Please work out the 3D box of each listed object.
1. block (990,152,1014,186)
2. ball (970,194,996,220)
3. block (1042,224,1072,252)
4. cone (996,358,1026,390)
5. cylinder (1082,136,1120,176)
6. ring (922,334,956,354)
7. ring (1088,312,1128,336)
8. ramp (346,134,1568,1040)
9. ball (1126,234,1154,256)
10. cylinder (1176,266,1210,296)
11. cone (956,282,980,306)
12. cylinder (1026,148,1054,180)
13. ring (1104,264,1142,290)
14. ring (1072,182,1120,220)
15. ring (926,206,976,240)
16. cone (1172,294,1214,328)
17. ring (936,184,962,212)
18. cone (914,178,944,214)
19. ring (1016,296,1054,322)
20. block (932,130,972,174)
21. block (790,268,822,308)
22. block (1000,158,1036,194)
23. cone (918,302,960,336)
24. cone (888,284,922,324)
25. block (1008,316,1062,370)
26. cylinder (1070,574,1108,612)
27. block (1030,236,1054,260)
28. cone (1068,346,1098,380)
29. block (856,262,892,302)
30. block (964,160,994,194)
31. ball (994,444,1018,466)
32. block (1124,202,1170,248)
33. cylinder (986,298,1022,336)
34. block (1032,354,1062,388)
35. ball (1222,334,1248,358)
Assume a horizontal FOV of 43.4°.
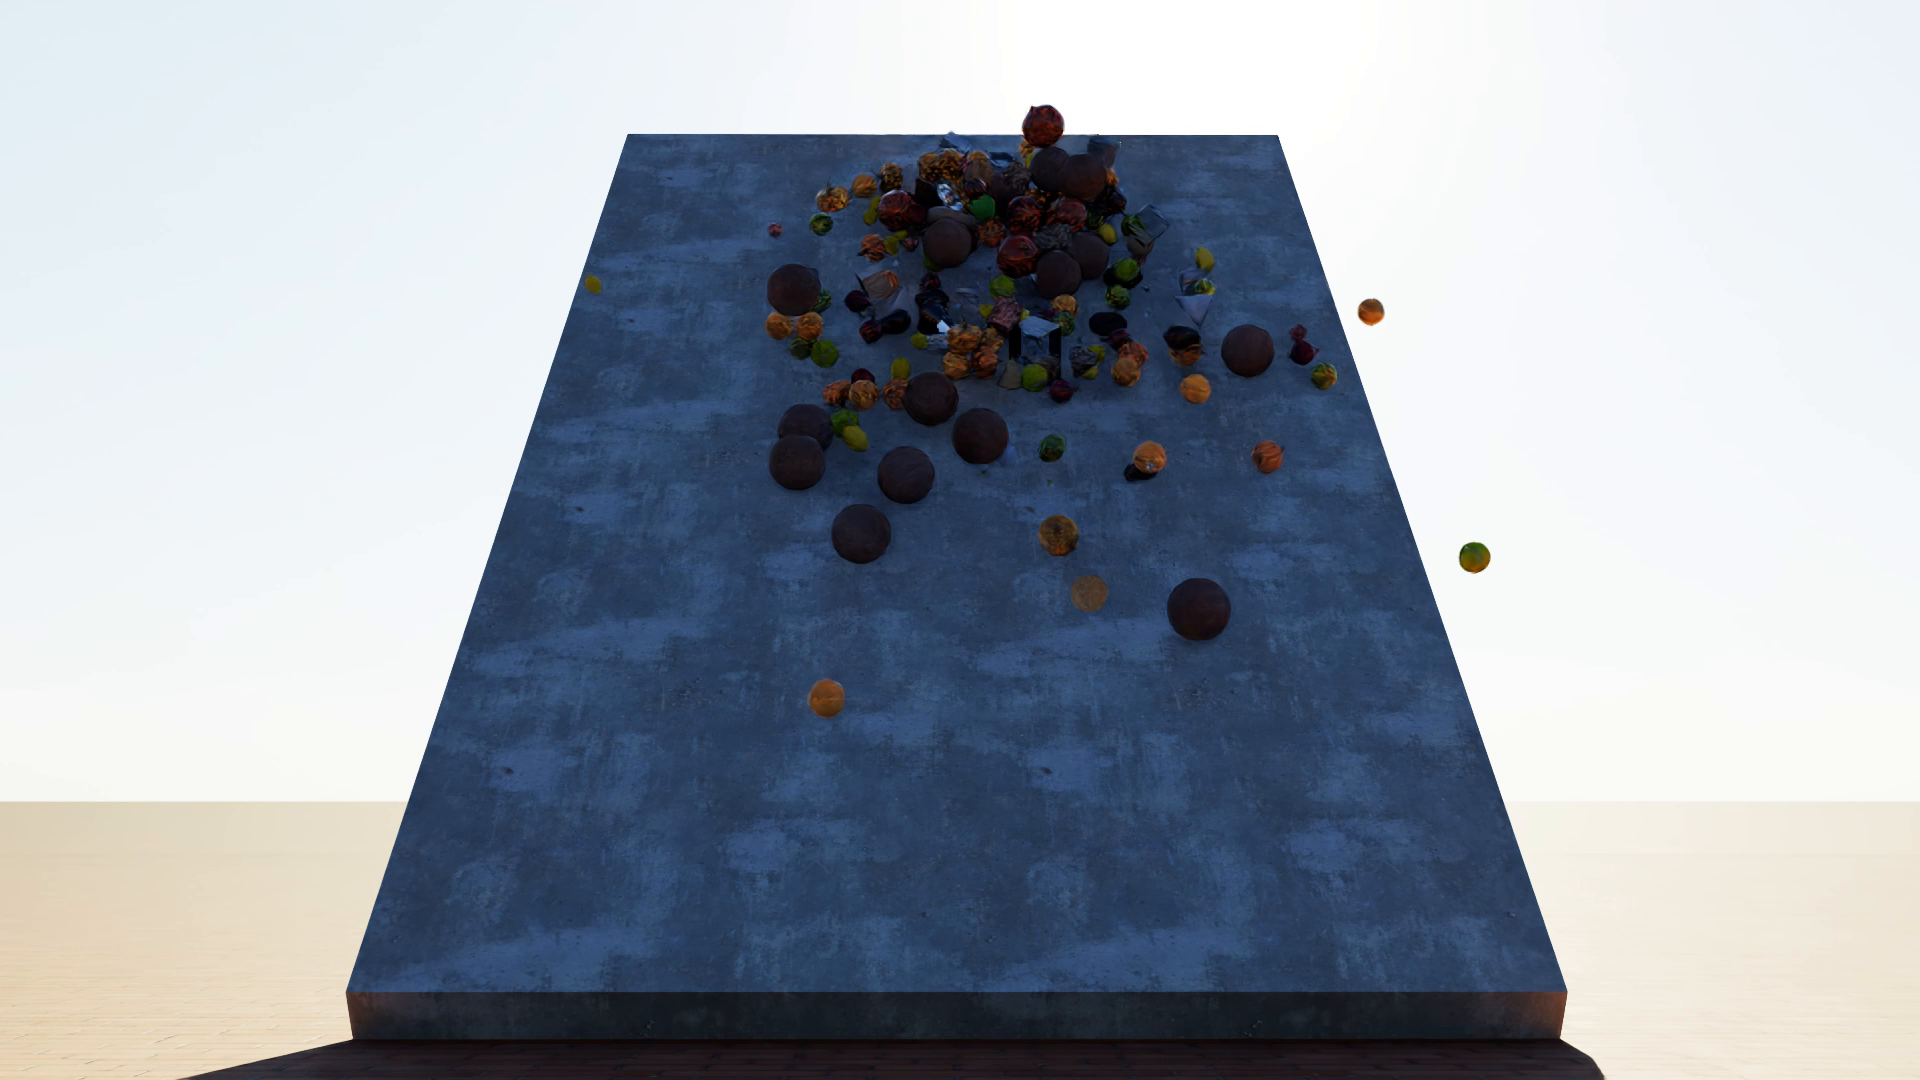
[{"bbox_3d":[0.121,-1.084,7.037,0.065,0.065,0.065,5,-46,-1],"label":"block"},{"bbox_3d":[0.062,-0.912,6.616,0.072,0.072,0.072,0,-6,0],"label":"ball"},{"bbox_3d":[0.243,-0.759,6.063,0.055,0.055,0.055,-5,-3,-17],"label":"block"},{"bbox_3d":[0.127,-0.416,5.890,0.074,0.074,0.074,0,30,0],"label":"cone"},{"bbox_3d":[0.408,-1.112,6.994,0.090,0.090,0.090,12,20,-4],"label":"cylinder"},{"bbox_3d":[-0.052,-0.492,6.066,0.085,0.028,0.085,1,28,-1],"label":"ring"},{"bbox_3d":[0.378,-0.553,6.171,0.100,0.033,0.100,1,33,-1],"label":"ring"},{"bbox_3d":[-0.013,-0.211,5.706,2.000,0.100,4.000,0,30,0],"label":"ramp"},{"bbox_3d":[0.481,-0.793,6.435,0.075,0.075,0.075,0,-6,0],"label":"ball"},{"bbox_3d":[0.616,-0.685,6.366,0.063,0.063,0.063,-25,1,-16],"label":"cylinder"},{"bbox_3d":[0.016,-0.640,6.248,0.060,0.060,0.060,7,-7,-8],"label":"cone"},{"bbox_3d":[0.237,-1.107,7.096,0.074,0.074,0.074,-1,29,9],"label":"cylinder"},{"bbox_3d":[0.433,-0.700,6.423,0.105,0.035,0.105,-4,36,3],"label":"ring"},{"bbox_3d":[0.382,-0.950,6.774,0.139,0.046,0.139,0,-32,0],"label":"ring"},{"bbox_3d":[-0.024,-0.874,6.649,0.148,0.049,0.148,19,-9,3],"label":"ring"},{"bbox_3d":[0.578,-0.593,6.062,0.094,0.094,0.094,23,-4,5],"label":"cone"},{"bbox_3d":[-0.028,-0.923,6.506,0.030,0.091,0.091,-42,-19,13],"label":"ring"},{"bbox_3d":[-0.102,-0.979,6.721,0.098,0.098,0.098,-3,-36,26],"label":"cone"},{"bbox_3d":[0.185,-0.595,6.237,0.120,0.040,0.120,1,31,-1],"label":"ring"},{"bbox_3d":[-0.024,-1.148,7.130,0.079,0.079,0.079,32,31,-2],"label":"block"},{"bbox_3d":[-0.402,-0.658,6.287,0.070,0.070,0.070,-5,-32,-9],"label":"block"},{"bbox_3d":[0.158,-0.991,6.571,0.064,0.064,0.064,39,6,4],"label":"block"},{"bbox_3d":[-0.037,-0.537,6.095,0.098,0.098,0.098,33,11,28],"label":"cone"},{"bbox_3d":[-0.140,-0.620,6.223,0.094,0.094,0.094,0,30,0],"label":"cone"},{"bbox_3d":[0.187,-0.489,5.998,0.092,0.092,0.092,22,36,33],"label":"block"},{"bbox_3d":[0.253,0.103,4.701,0.071,0.071,0.071,-1,2,6],"label":"cylinder"},{"bbox_3d":[0.224,-0.787,6.504,0.056,0.056,0.056,10,12,11],"label":"block"},{"bbox_3d":[0.287,-0.415,5.820,0.073,0.073,0.073,2,-50,-20],"label":"cone"},{"bbox_3d":[-0.200,-0.602,5.623,0.058,0.058,0.058,-28,28,-6],"label":"block"},{"bbox_3d":[0.051,-0.984,6.537,0.058,0.058,0.058,19,-26,-21],"label":"block"},{"bbox_3d":[0.106,-0.194,5.524,0.052,0.052,0.052,0,-6,0],"label":"ball"},{"bbox_3d":[0.490,-0.825,6.319,0.082,0.082,0.082,-38,5,15],"label":"block"},{"bbox_3d":[0.111,-0.557,6.013,0.071,0.071,0.071,18,-16,5],"label":"cylinder"},{"bbox_3d":[0.211,-0.414,5.907,0.055,0.055,0.055,13,32,21],"label":"block"},{"bbox_3d":[0.686,-0.483,6.022,0.061,0.061,0.061,0,-6,0],"label":"ball"}]
